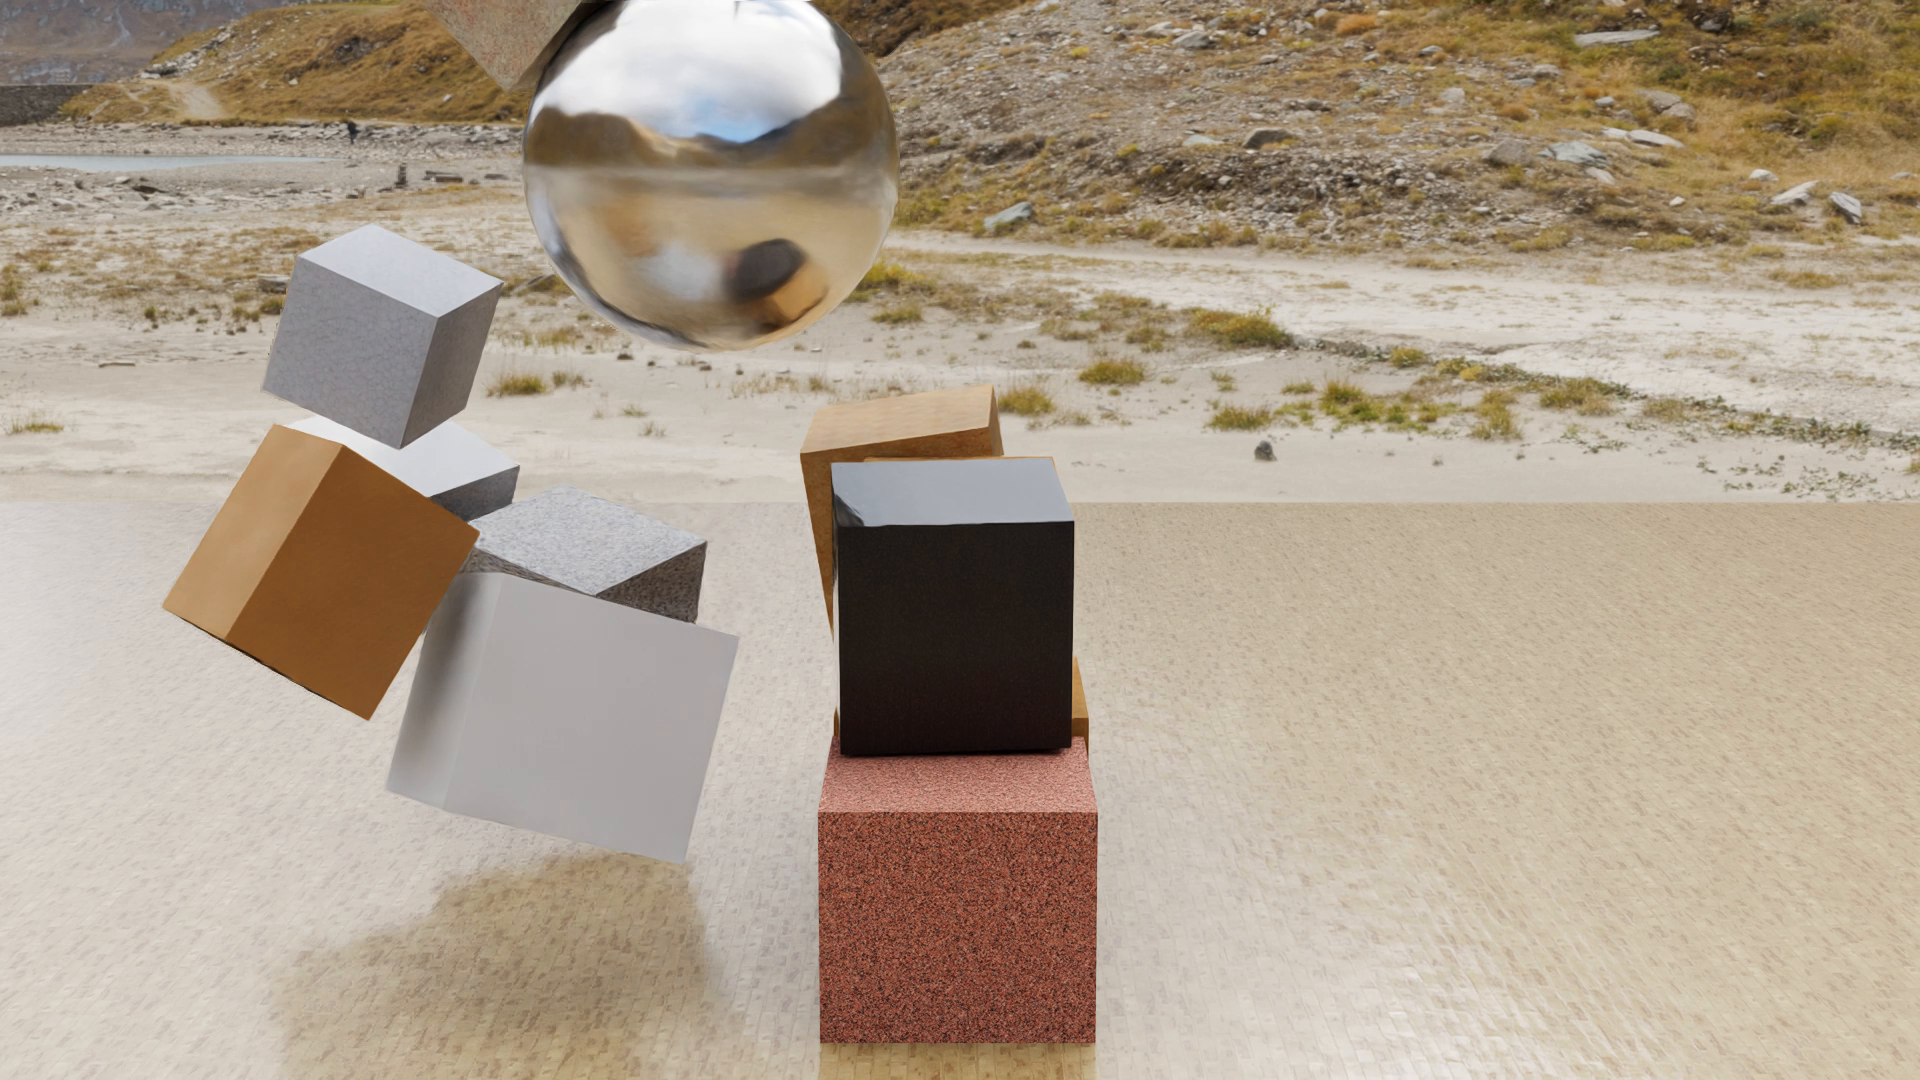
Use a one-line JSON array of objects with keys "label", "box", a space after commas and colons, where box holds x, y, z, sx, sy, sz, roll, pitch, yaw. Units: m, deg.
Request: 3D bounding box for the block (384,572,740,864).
[{"label": "block", "box": [-1.554, 0.677, 9.946, 0.951, 0.886, 0.913, 17, -8, -25]}]

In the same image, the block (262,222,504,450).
[{"label": "block", "box": [-2.553, -0.912, 11.385, 0.675, 0.649, 0.699, 24, 22, 6]}]

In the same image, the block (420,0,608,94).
[{"label": "block", "box": [-1.826, -2.456, 11.003, 0.695, 0.729, 0.645, -44, -3, 26]}]

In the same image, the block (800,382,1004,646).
[{"label": "block", "box": [-0.209, -0.117, 12.028, 0.857, 0.954, 0.909, -8, 16, 4]}]

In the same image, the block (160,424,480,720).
[{"label": "block", "box": [-2.418, 0.112, 9.699, 0.650, 0.819, 0.697, 36, -13, -34]}]

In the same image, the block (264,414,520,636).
[{"label": "block", "box": [-2.889, -0.089, 12.789, 0.826, 0.865, 0.926, 31, 31, 23]}]

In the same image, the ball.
[{"label": "ball", "box": [-1.052, -1.592, 10.891, 1.600, 1.600, 1.600, 0, 10, 0]}]

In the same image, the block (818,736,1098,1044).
[{"label": "block", "box": [-0.008, 1.317, 9.866, 1.011, 0.878, 1.080, 0, 10, 0]}]

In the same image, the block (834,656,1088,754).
[{"label": "block", "box": [0.005, 1.085, 10.940, 1.027, 0.952, 1.096, 0, 10, 0]}]

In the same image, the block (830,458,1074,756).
[{"label": "block", "box": [-0.045, 0.250, 10.230, 0.901, 0.935, 0.823, -1, 19, -4]}]

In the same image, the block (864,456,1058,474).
[{"label": "block", "box": [-0.003, 0.126, 11.143, 0.838, 0.862, 0.819, 0, 10, 0]}]

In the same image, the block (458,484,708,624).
[{"label": "block", "box": [-1.928, 0.396, 12.590, 0.887, 0.910, 0.953, 21, 25, 23]}]
